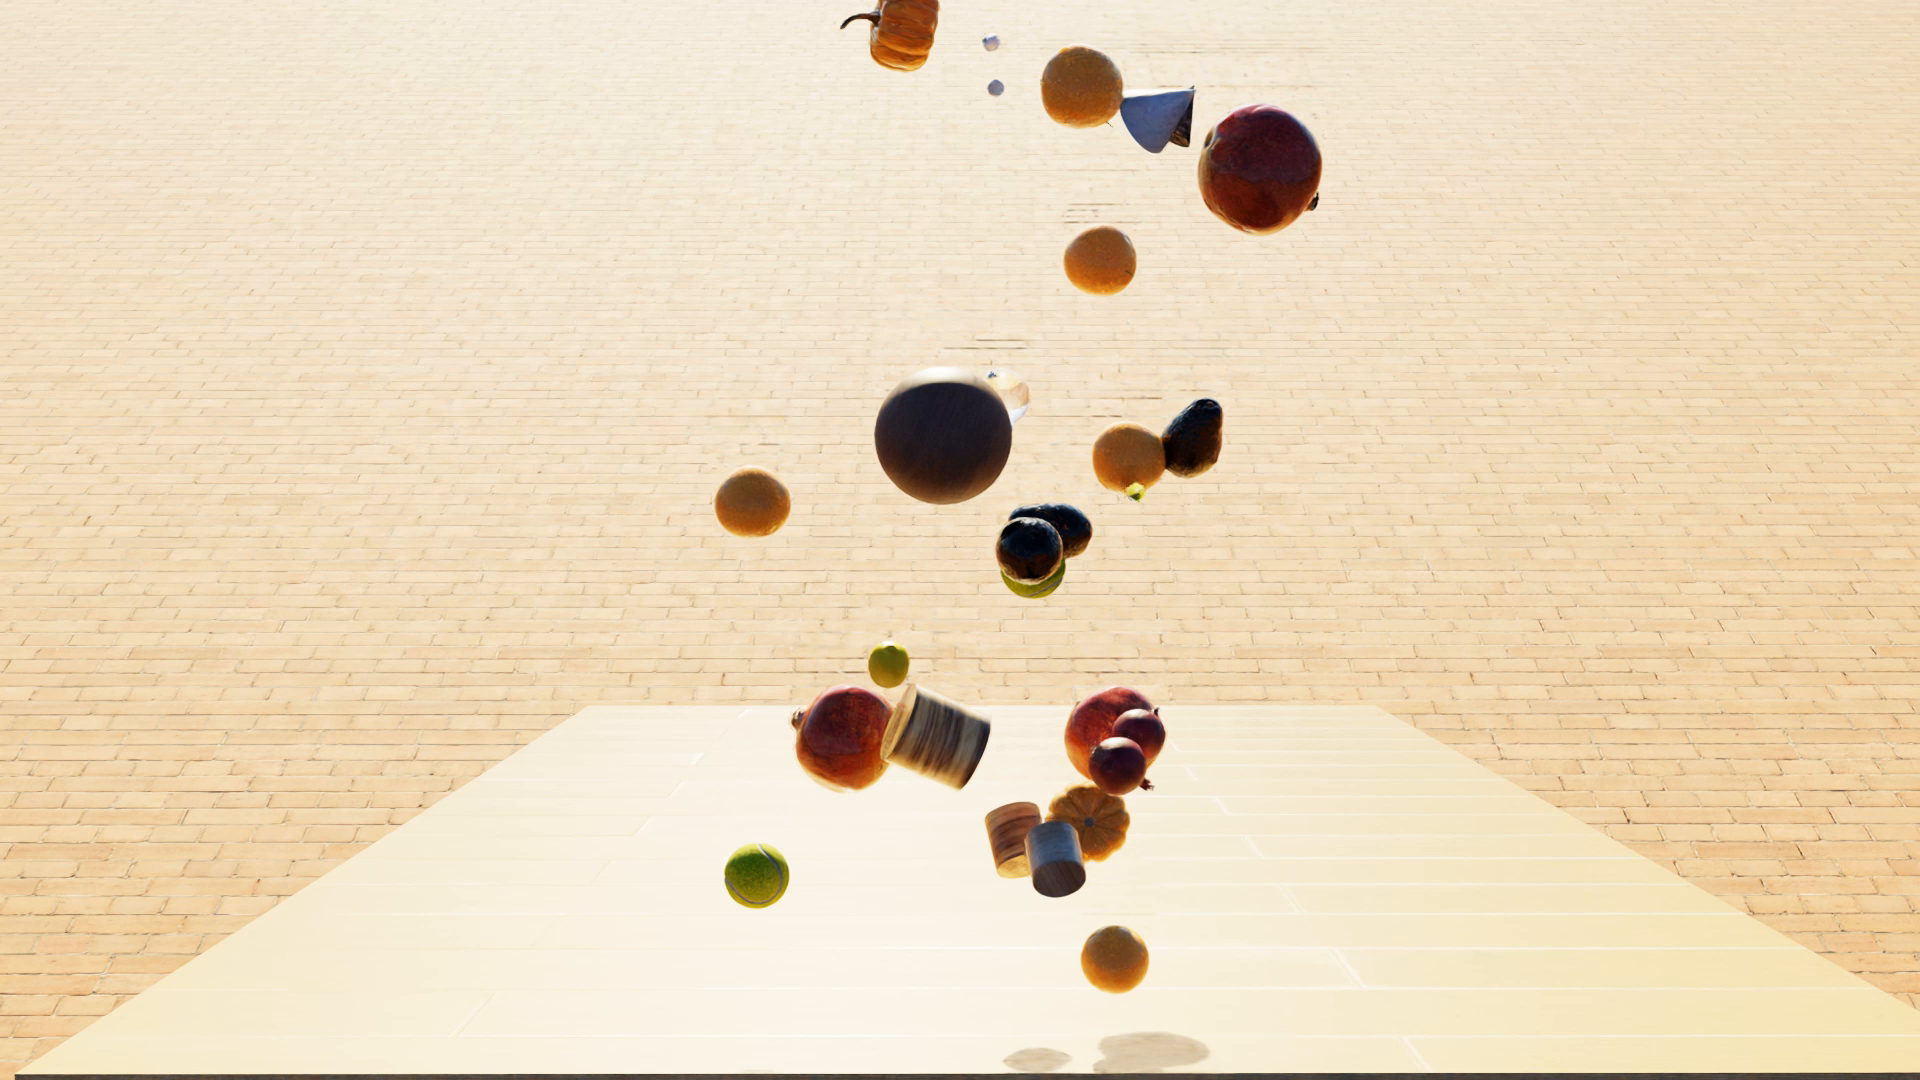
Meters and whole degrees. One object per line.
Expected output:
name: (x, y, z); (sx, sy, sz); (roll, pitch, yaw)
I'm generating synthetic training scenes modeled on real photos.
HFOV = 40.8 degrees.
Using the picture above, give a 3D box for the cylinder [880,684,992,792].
cylinder: (-0.025, 0.199, 2.596); (0.083, 0.083, 0.083); (24, 23, -12)

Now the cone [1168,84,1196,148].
cone: (0.206, -0.404, 2.407); (0.053, 0.053, 0.053); (32, -4, 2)

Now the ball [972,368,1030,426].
ball: (0.040, -0.141, 2.549); (0.058, 0.058, 0.058); (0, 26, 0)

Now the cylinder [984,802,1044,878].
cylinder: (0.064, 0.329, 2.826); (0.063, 0.063, 0.063); (-5, 62, -11)

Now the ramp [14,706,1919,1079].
ramp: (0.058, 0.525, 4.563); (2.000, 0.100, 4.000); (0, 2, 0)

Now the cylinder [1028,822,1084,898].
cylinder: (0.092, 0.307, 2.479); (0.052, 0.052, 0.052); (-1, 49, -2)

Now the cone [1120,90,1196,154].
cone: (0.181, -0.374, 2.219); (0.062, 0.062, 0.062); (-27, 8, 36)
